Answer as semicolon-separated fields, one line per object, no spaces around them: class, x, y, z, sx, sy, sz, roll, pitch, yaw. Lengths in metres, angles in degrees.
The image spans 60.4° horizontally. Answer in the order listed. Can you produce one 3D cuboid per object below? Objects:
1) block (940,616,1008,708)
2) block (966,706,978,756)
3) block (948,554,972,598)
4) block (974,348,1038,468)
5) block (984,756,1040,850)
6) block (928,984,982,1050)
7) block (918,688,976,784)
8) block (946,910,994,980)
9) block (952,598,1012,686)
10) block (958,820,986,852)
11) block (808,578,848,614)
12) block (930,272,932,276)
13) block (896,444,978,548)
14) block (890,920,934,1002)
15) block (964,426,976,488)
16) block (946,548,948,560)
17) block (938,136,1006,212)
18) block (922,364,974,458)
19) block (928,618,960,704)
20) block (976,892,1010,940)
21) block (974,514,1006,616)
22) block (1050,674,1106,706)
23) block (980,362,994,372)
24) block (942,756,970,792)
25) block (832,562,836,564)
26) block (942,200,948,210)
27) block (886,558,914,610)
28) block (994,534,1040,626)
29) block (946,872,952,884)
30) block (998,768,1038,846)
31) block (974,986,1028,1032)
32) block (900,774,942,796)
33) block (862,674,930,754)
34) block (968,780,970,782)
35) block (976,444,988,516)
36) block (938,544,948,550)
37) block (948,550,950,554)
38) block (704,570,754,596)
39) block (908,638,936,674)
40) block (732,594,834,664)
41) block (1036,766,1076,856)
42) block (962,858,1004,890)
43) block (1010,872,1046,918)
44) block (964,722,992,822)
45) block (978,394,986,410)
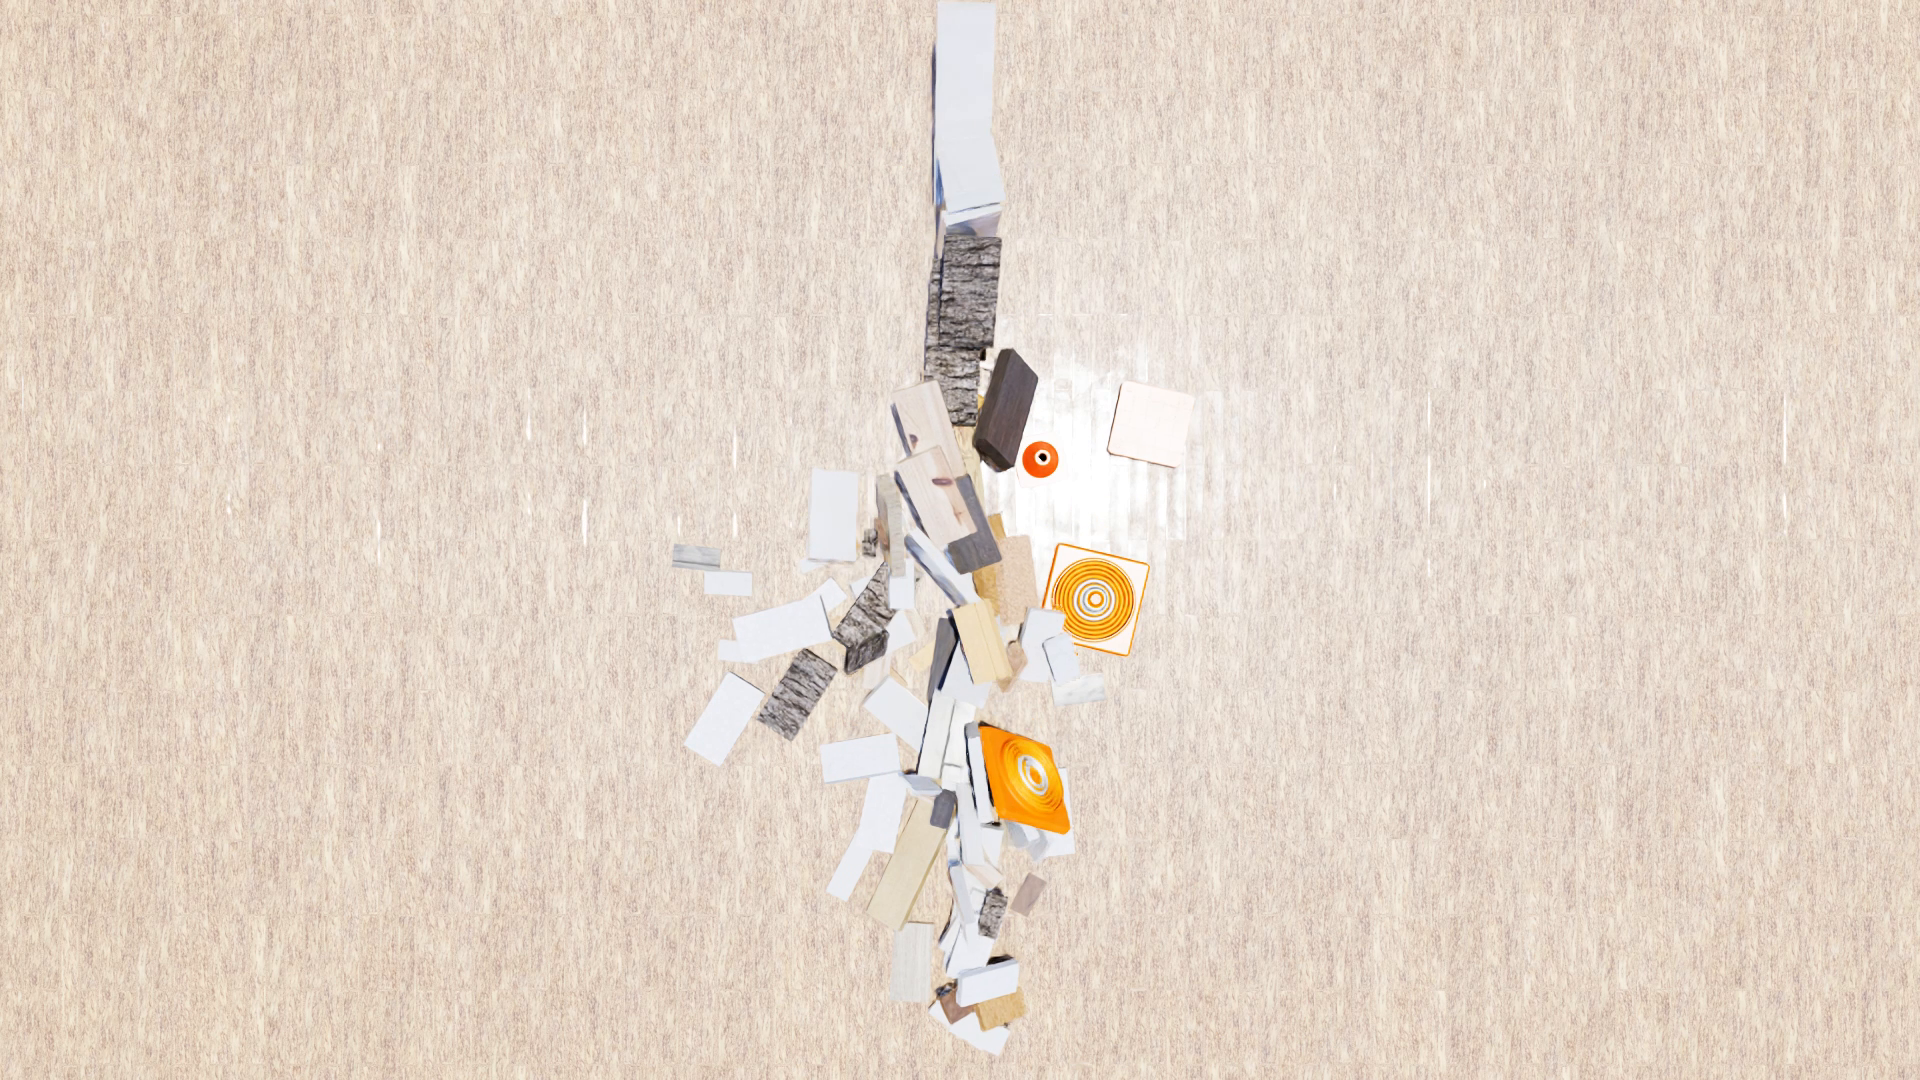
block;0.057;0.363;5.329;0.142;0.418;0.040;20;131;0
block;-0.011;0.562;5.429;0.141;0.040;0.283;6;69;1
block;0.001;0.109;5.464;0.082;0.023;0.165;1;106;3
block;0.151;-0.424;5.309;0.049;0.174;0.348;-3;59;35
block;0.166;0.855;5.359;0.040;0.142;0.284;-17;73;-21
block;0.014;1.578;5.454;0.214;0.030;0.107;36;90;0
block;-0.040;0.634;5.344;0.141;0.040;0.283;11;84;1
block;0.042;1.327;5.384;0.116;0.033;0.232;17;99;-5
block;0.069;0.315;5.094;0.122;0.035;0.245;-19;86;33
block;0.040;0.938;5.418;0.090;0.025;0.179;1;103;-2
block;-0.465;0.211;5.488;0.170;0.024;0.085;-40;90;0
block;-0.020;-0.782;5.371;0.104;0.029;0.208;-13;80;-4
block;-0.071;-0.135;5.153;0.148;0.042;0.295;-22;104;8
block;-0.160;1.400;5.482;0.130;0.037;0.260;4;90;0
block;-0.026;-0.284;5.355;0.154;0.044;0.348;-1;77;6
block;-0.006;-0.015;5.460;0.082;0.023;0.165;0;102;3
block;0.034;-1.137;5.111;0.180;0.359;0.051;-12;127;4
block;-0.041;-0.415;5.316;0.154;0.044;0.309;-2;85;6
block;-0.018;0.404;5.437;0.141;0.040;0.283;8;72;0
block;0.103;1.216;5.341;0.071;0.020;0.142;18;92;-5
block;0.106;0.084;5.422;0.142;0.040;0.319;-18;98;-41
block;0.395;0.500;5.488;0.175;0.025;0.088;-7;90;0
block;0.115;-0.567;5.472;0.112;0.056;0.016;16;90;0
block;-0.011;0.751;5.412;0.087;0.025;0.174;5;82;0
block;-0.427;0.030;5.459;0.014;0.049;0.097;-26;95;-34
block;-0.012;-1.001;5.394;0.104;0.029;0.208;2;99;0
block;-0.196;0.144;5.422;0.083;0.023;0.166;1;80;-18
block;0.184;0.132;5.433;0.142;0.040;0.284;-8;91;-42
block;0.020;1.161;5.477;0.077;0.022;0.155;-22;99;1
block;0.192;0.884;5.455;0.127;0.036;0.255;-4;91;26
block;0.133;1.541;5.423;0.183;0.026;0.091;-11;81;-39
block;-0.127;0.788;5.304;0.071;0.142;0.020;45;110;34
block;-0.186;0.573;5.444;0.259;0.037;0.130;42;90;-17
block;-0.006;0.710;5.464;0.087;0.025;0.174;5;74;1
block;0.004;-0.200;5.376;0.142;0.040;0.284;-7;76;4
block;-0.040;-0.135;5.272;0.154;0.044;0.309;-16;94;7
block;0.000;-0.041;5.418;0.082;0.023;0.165;-3;87;3
block;-0.768;0.141;5.477;0.157;0.022;0.079;3;109;0
block;-0.110;0.386;5.492;0.116;0.016;0.058;-37;90;0
block;-0.584;0.294;5.444;0.302;0.043;0.151;-15;90;6
block;0.296;0.904;5.480;0.142;0.040;0.283;-6;90;0
block;0.074;1.071;5.353;0.066;0.019;0.131;-43;106;10
block;0.227;1.181;5.491;0.067;0.019;0.134;29;90;0
block;0.058;0.740;5.254;0.040;0.142;0.284;-8;103;-1
block;0.025;-0.437;5.432;0.060;0.017;0.120;33;119;-22
